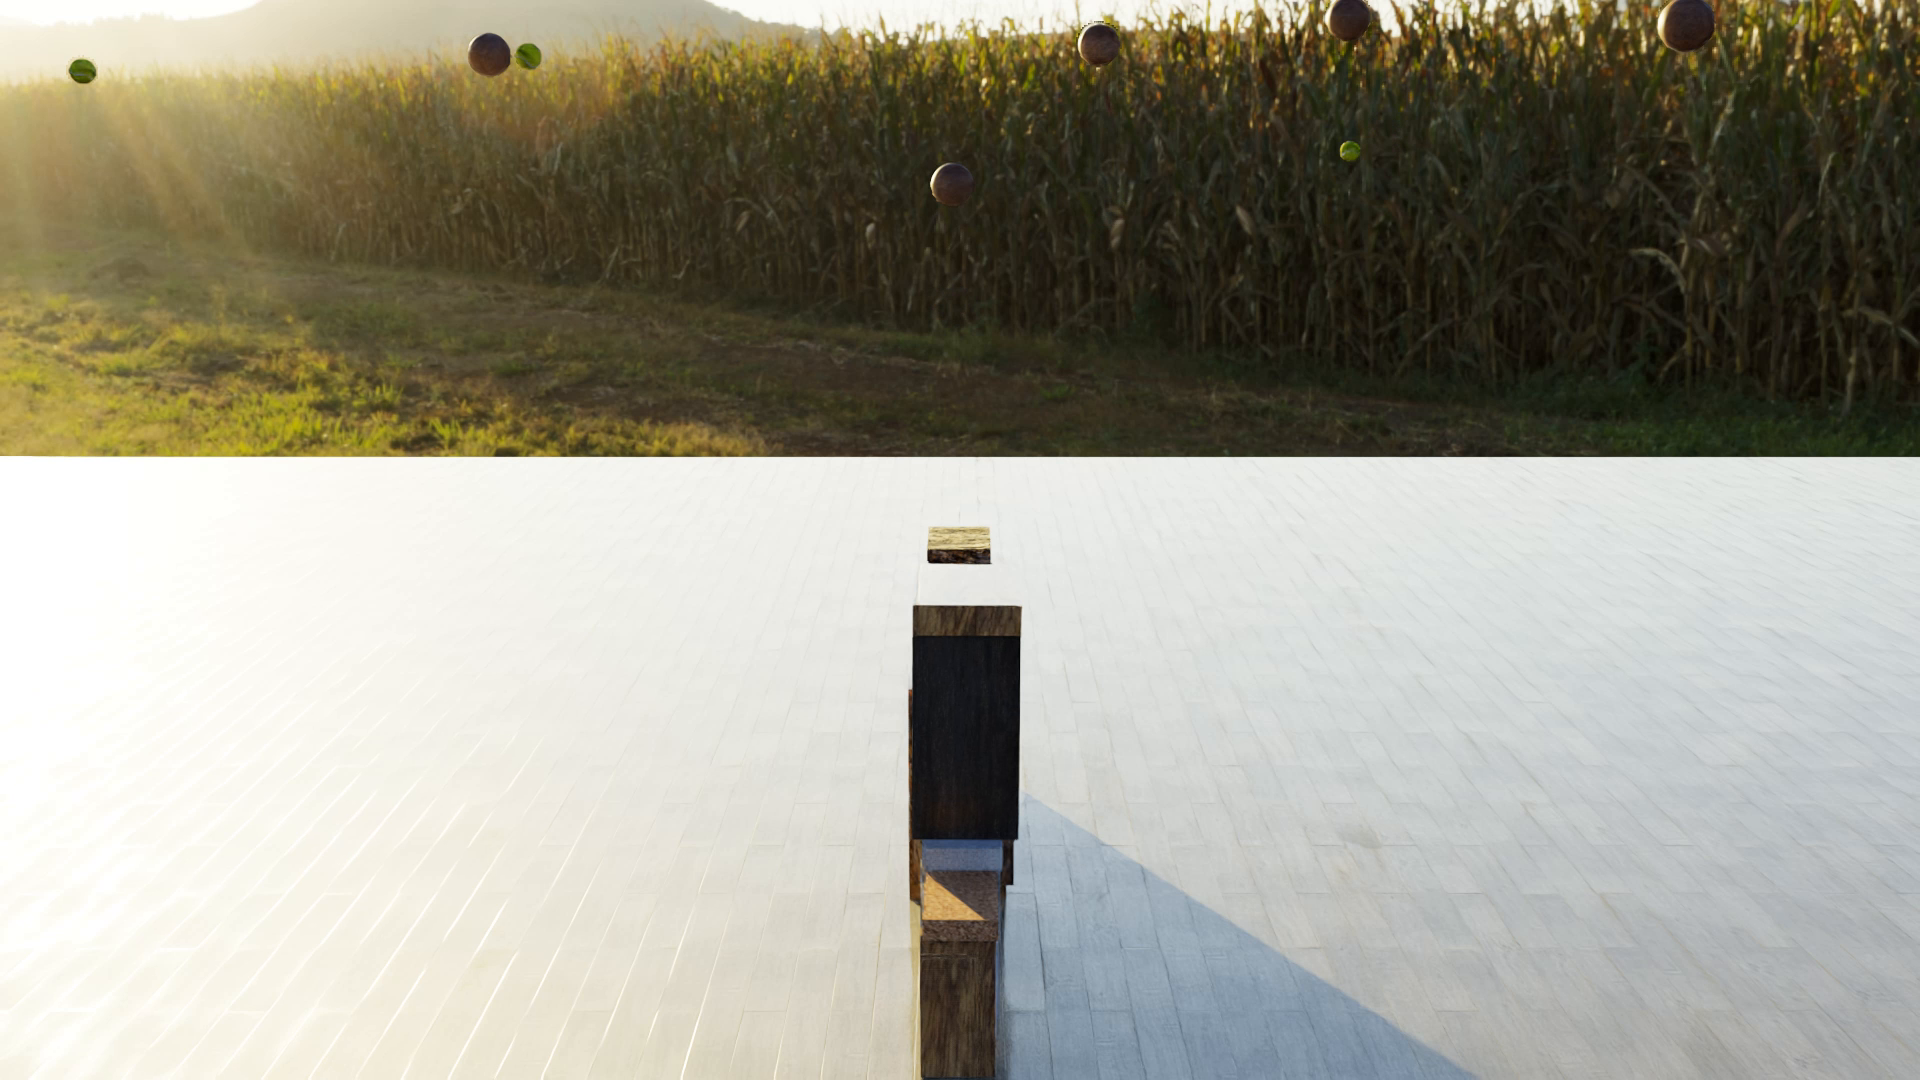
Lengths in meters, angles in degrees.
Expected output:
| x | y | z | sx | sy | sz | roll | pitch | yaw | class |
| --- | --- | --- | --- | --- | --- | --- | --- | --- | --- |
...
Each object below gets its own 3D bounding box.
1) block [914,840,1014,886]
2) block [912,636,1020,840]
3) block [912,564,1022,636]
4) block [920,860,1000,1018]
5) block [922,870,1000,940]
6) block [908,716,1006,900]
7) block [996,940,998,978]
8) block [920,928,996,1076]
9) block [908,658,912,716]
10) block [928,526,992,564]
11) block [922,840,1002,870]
| x | y | z | sx | sy | sz | roll | pitch | yaw | class |
| --- | --- | --- | --- | --- | --- | --- | --- | --- | --- |
| 0.007 | 0.305 | 3.329 | 0.152 | 0.440 | 0.043 | 0 | 10 | 0 | block |
| 0.009 | 0.273 | 3.119 | 0.152 | 0.303 | 0.043 | 0 | 10 | 1 | block |
| 0.009 | 0.085 | 3.188 | 0.152 | 0.043 | 0.303 | 0 | 10 | 0 | block |
| 0.001 | 0.572 | 3.146 | 0.113 | 0.227 | 0.032 | 0 | 11 | 0 | block |
| 0.002 | 0.496 | 2.996 | 0.100 | 0.028 | 0.201 | 0 | 11 | 0 | block |
| -0.004 | 0.433 | 3.636 | 0.160 | 0.320 | 0.045 | 0 | 11 | 0 | block |
| 0.002 | 0.596 | 3.083 | 0.100 | 0.201 | 0.028 | 0 | 11 | 0 | block |
| -0.003 | 0.621 | 2.953 | 0.100 | 0.201 | 0.028 | 0 | 10 | 0 | block |
| -0.004 | 0.234 | 3.708 | 0.160 | 0.045 | 0.320 | 0 | 11 | 0 | block |
| -0.001 | 0.010 | 3.596 | 0.102 | 0.029 | 0.203 | 0 | 11 | 0 | block |
| 0.003 | 0.429 | 3.198 | 0.113 | 0.032 | 0.227 | 0 | 10 | 0 | block |
